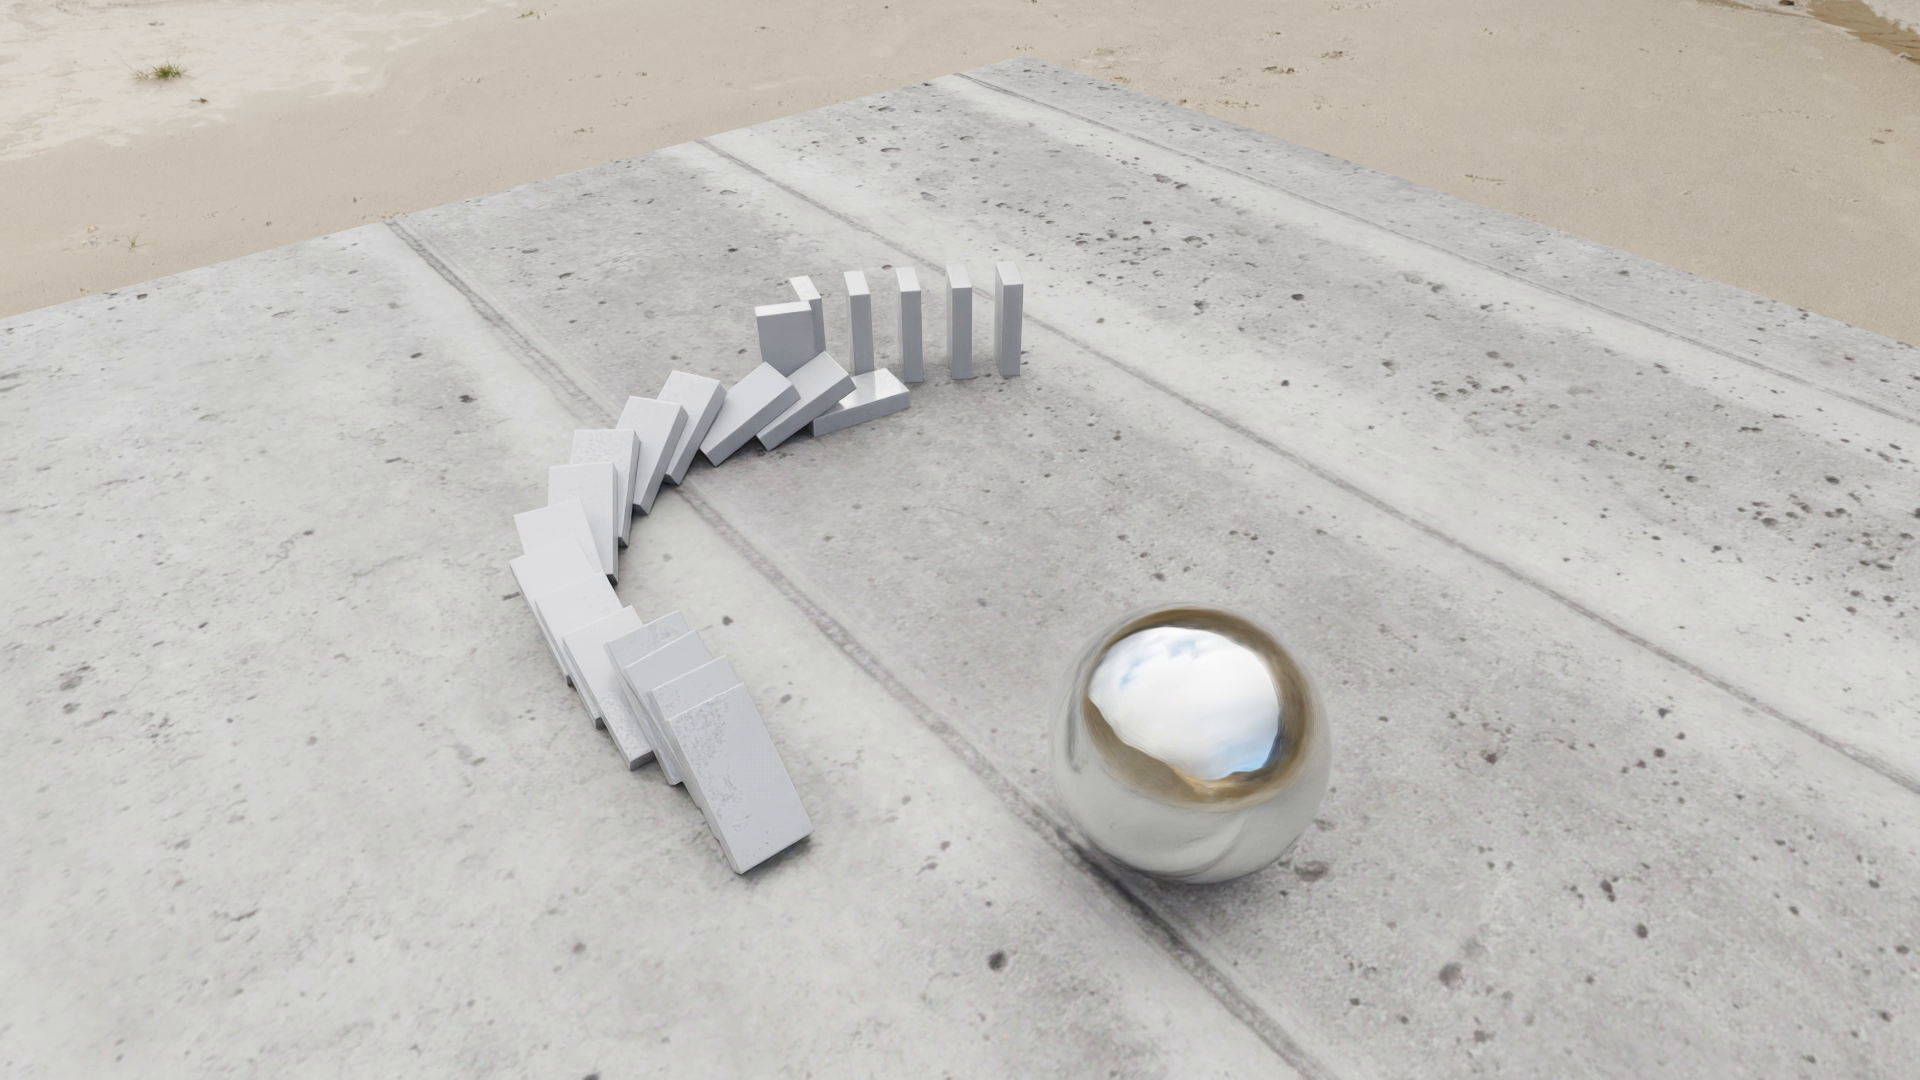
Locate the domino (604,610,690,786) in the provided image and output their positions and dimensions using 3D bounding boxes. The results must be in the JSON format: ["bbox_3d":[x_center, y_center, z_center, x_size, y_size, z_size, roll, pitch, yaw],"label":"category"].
[{"bbox_3d":[-0.093,0.051,0.356,0.025,0.010,0.050,-25,89,-28],"label":"domino"}]

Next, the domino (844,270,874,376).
[{"bbox_3d":[-0.049,-0.103,0.537,0.010,0.050,0.025,-7,40,-9],"label":"domino"}]

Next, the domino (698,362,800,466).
[{"bbox_3d":[-0.100,-0.058,0.499,0.050,0.009,0.025,-41,51,-11],"label":"domino"}]

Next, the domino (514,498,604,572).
[{"bbox_3d":[-0.149,0.010,0.415,0.025,0.009,0.050,-17,67,-19],"label":"domino"}]

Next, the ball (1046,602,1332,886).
[{"bbox_3d":[0.065,0.058,0.317,0.080,0.080,0.080,0,39,0],"label":"ball"}]

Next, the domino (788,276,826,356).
[{"bbox_3d":[-0.073,-0.099,0.533,0.009,0.050,0.025,-14,41,-16],"label":"domino"}]

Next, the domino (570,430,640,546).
[{"bbox_3d":[-0.148,-0.022,0.454,0.025,0.009,0.050,-1,65,-1],"label":"domino"}]

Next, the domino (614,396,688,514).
[{"bbox_3d":[-0.138,-0.037,0.472,0.025,0.009,0.050,10,66,12],"label":"domino"}]

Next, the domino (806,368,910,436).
[{"bbox_3d":[-0.052,-0.066,0.524,0.050,0.010,0.025,-20,43,-23],"label":"domino"}]

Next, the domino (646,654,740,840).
[{"bbox_3d":[-0.074,0.064,0.340,0.025,0.010,0.050,-25,89,-28],"label":"domino"}]

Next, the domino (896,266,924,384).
[{"bbox_3d":[-0.025,-0.105,0.540,0.010,0.050,0.025,-5,40,-7],"label":"domino"}]

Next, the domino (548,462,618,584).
[{"bbox_3d":[-0.149,-0.006,0.435,0.025,0.009,0.050,-5,65,-7],"label":"domino"}]

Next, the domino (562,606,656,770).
[{"bbox_3d":[-0.110,0.049,0.368,0.025,0.010,0.050,-26,70,-28],"label":"domino"}]

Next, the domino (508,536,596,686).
[{"bbox_3d":[-0.140,0.025,0.397,0.025,0.010,0.050,-25,70,-25],"label":"domino"}]

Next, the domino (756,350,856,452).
[{"bbox_3d":[-0.075,-0.064,0.508,0.050,0.009,0.025,-37,48,-8],"label":"domino"}]

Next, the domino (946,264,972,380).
[{"bbox_3d":[-0.001,-0.107,0.542,0.009,0.050,0.025,-5,40,-6],"label":"domino"}]

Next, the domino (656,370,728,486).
[{"bbox_3d":[-0.126,-0.050,0.488,0.025,0.010,0.050,15,67,18],"label":"domino"}]

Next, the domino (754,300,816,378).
[{"bbox_3d":[-0.081,-0.086,0.517,0.025,0.050,0.009,-10,40,-12],"label":"domino"}]

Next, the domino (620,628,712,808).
[{"bbox_3d":[-0.083,0.057,0.348,0.025,0.009,0.050,-30,91,-28],"label":"domino"}]

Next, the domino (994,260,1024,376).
[{"bbox_3d":[0.024,-0.109,0.545,0.009,0.050,0.025,-5,40,-6],"label":"domino"}]

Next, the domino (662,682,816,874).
[{"bbox_3d":[-0.067,0.071,0.331,0.025,0.010,0.050,-25,89,-28],"label":"domino"}]

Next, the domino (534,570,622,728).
[{"bbox_3d":[-0.125,0.037,0.382,0.025,0.010,0.050,-24,69,-27],"label":"domino"}]
